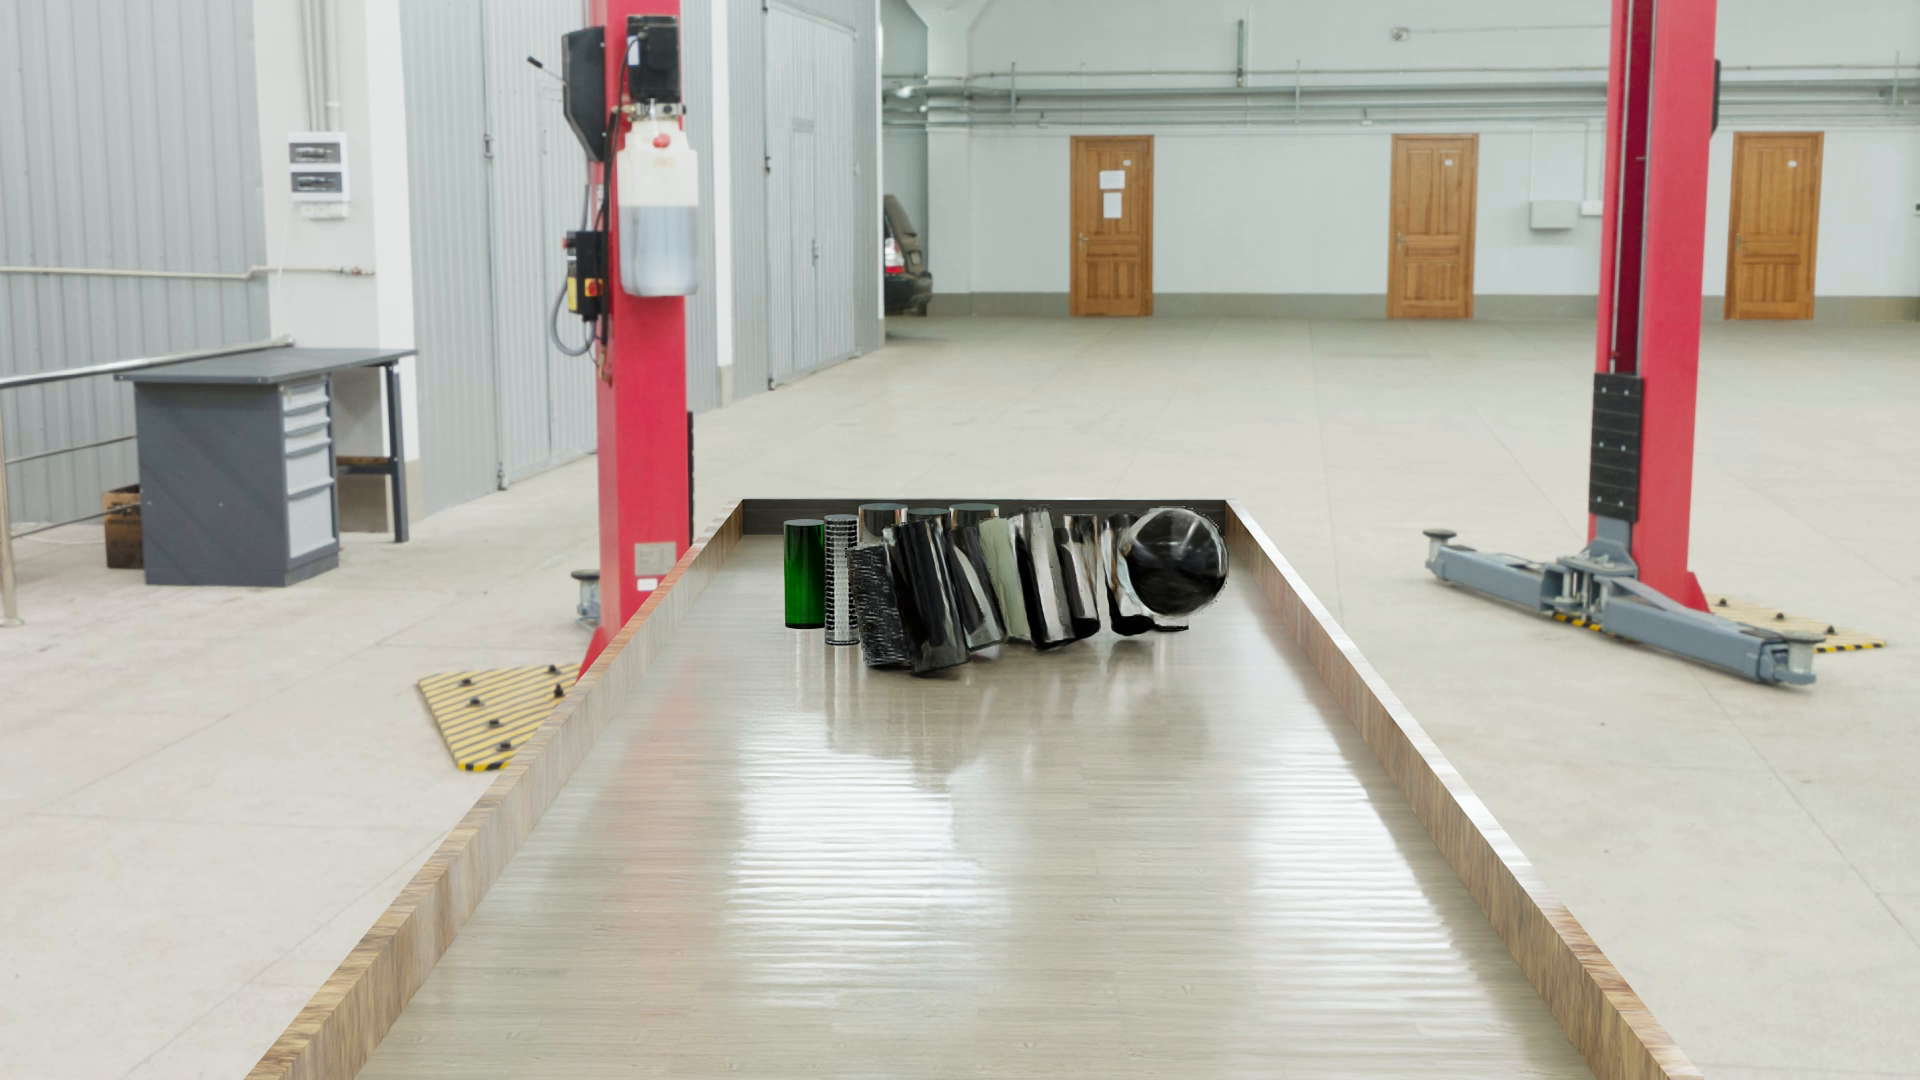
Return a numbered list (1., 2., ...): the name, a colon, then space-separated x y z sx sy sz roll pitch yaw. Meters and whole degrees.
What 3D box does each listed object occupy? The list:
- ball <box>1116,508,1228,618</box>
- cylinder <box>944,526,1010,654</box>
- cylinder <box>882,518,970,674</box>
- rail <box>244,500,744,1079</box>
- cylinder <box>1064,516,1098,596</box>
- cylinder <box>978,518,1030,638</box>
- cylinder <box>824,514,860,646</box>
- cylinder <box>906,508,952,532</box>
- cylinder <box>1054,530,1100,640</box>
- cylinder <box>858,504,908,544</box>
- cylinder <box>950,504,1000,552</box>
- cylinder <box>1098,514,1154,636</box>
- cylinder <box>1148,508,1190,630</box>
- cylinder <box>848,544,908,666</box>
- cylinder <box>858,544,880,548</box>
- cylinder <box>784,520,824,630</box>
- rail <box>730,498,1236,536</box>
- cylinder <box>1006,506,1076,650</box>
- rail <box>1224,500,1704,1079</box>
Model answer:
1. ball: 0.661 0.072 6.851 0.346 0.346 0.346 0 9 0
2. cylinder: 0.014 0.157 6.741 0.178 0.357 0.178 -17 -8 -2
3. cylinder: -0.100 0.164 6.488 0.178 0.434 0.178 -12 0 0
4. rail: -1.004 0.839 3.234 0.050 0.150 12.000 0 9 1
5. cylinder: 0.394 0.100 7.207 0.110 0.355 0.110 1 1 0
6. cylinder: 0.159 0.119 6.990 0.134 0.374 0.134 -11 -4 -1
7. cylinder: -0.371 0.125 6.937 0.113 0.401 0.113 0 9 0
8. cylinder: -0.099 0.116 6.940 0.144 0.418 0.144 0 9 0
9. cylinder: 0.350 0.142 7.019 0.146 0.327 0.146 -7 -31 -4
10. cylinder: -0.249 0.088 7.184 0.162 0.398 0.162 0 9 0
11. cylinder: 0.046 0.088 7.187 0.164 0.397 0.164 0 9 0
12. cylinder: 0.535 0.111 7.078 0.138 0.370 0.138 -4 -30 -2
13. cylinder: 0.681 0.094 7.177 0.149 0.381 0.149 2 7 0
14. cylinder: -0.233 0.193 6.590 0.153 0.351 0.153 -10 -1 0
15. cylinder: -0.241 0.182 6.725 0.117 0.340 0.117 -4 -1 0
16. cylinder: -0.506 0.111 7.213 0.142 0.342 0.142 0 9 0
17. rail: 0.099 -0.098 9.147 2.100 0.150 0.050 0 9 1
18. cylinder: 0.251 0.118 6.842 0.134 0.429 0.134 -11 -13 -3
19. rail: 1.046 0.843 3.208 0.050 0.150 12.000 0 9 1
